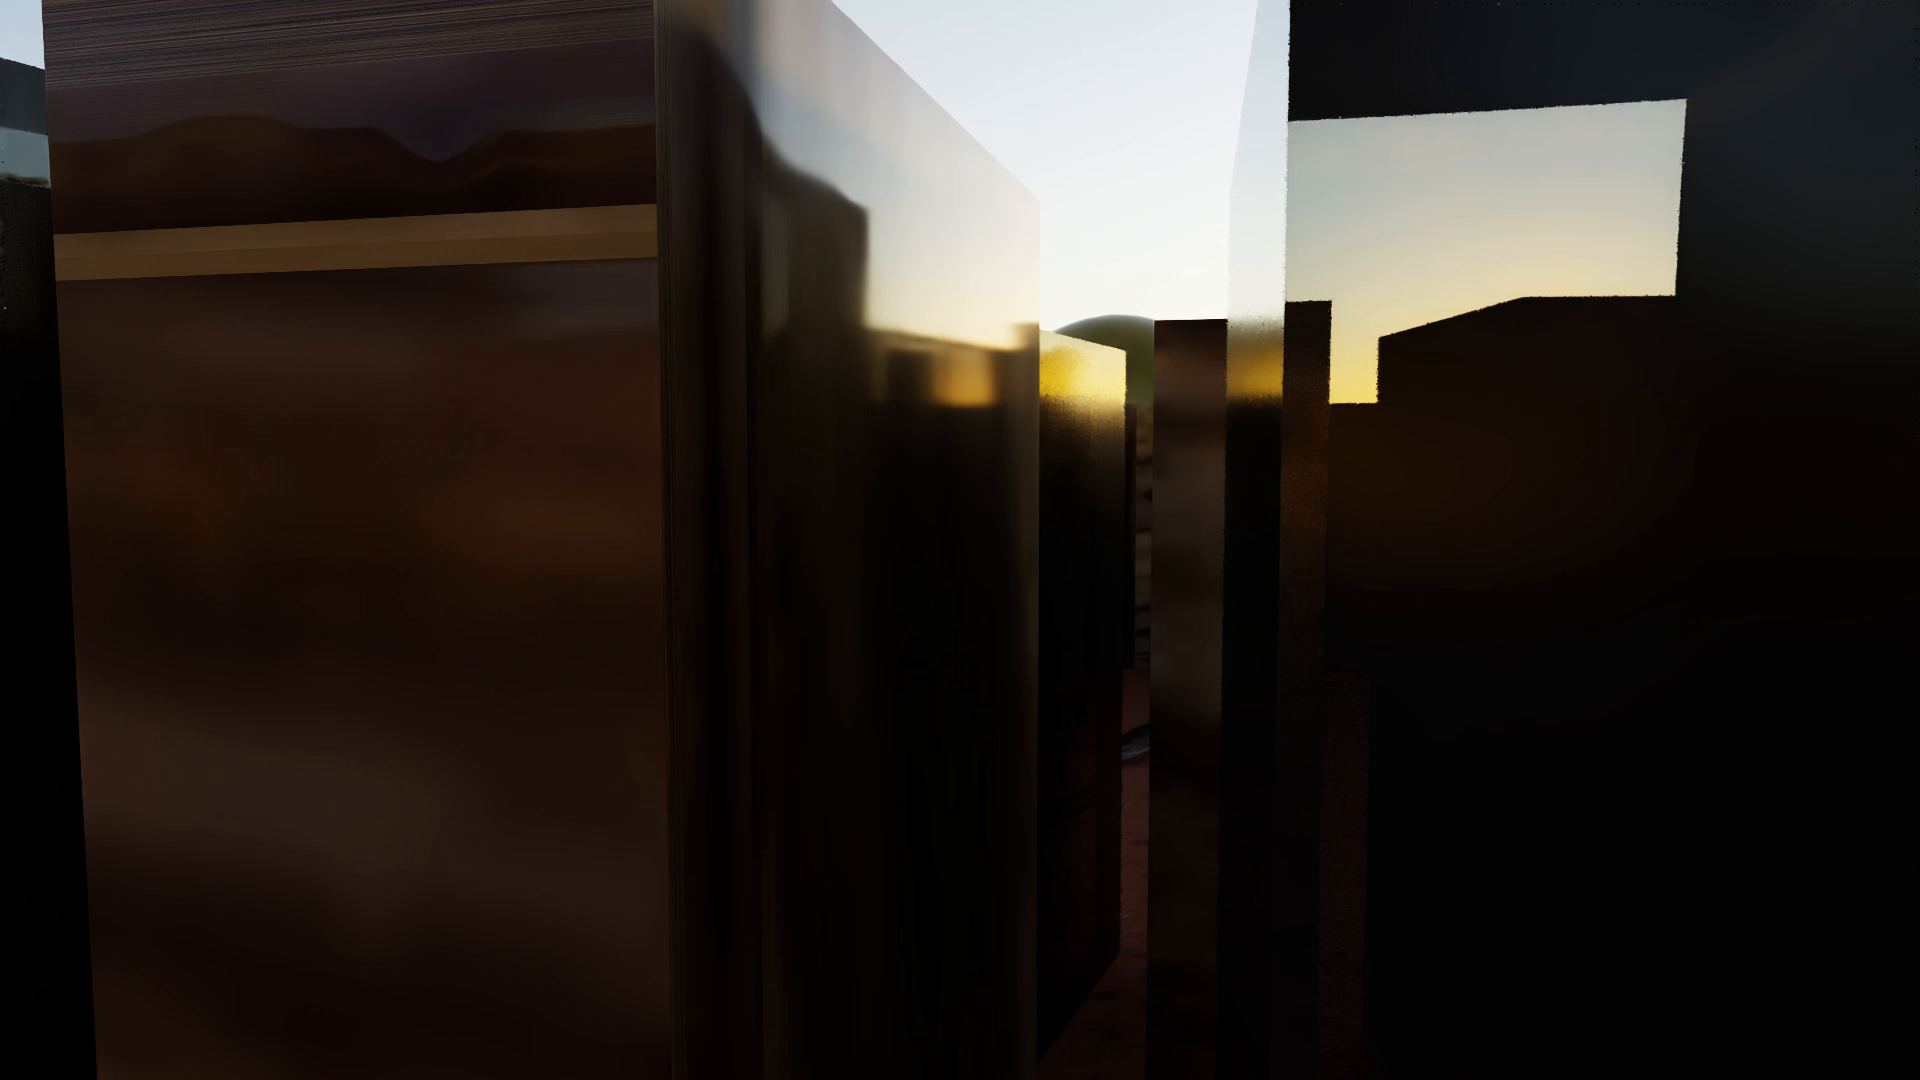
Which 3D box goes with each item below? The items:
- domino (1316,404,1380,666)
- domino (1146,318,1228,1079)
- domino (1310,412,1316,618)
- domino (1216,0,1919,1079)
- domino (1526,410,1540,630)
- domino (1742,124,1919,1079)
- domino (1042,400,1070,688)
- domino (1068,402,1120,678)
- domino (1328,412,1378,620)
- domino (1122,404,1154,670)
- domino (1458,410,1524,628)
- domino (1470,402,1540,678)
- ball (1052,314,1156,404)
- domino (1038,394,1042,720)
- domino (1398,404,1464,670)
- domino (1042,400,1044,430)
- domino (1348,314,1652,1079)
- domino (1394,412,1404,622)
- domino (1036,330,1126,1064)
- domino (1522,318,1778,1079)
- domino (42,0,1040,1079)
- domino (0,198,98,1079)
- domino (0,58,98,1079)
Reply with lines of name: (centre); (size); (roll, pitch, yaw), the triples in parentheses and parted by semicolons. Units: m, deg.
domino: (0.078, -0.002, 0.258); (0.010, 0.050, 0.025); (1, 4, 13)
domino: (0.020, 0.011, 0.091); (0.010, 0.050, 0.025); (1, 4, 14)
domino: (0.082, -0.007, 0.324); (0.009, 0.050, 0.025); (0, 4, 6)
domino: (0.011, 0.016, 0.027); (0.010, 0.050, 0.025); (1, 4, 10)
domino: (0.141, -0.005, 0.299); (0.009, 0.050, 0.025); (3, 5, 37)
domino: (0.027, 0.016, 0.025); (0.009, 0.050, 0.025); (0, 4, 6)
domino: (0.007, 0.000, 0.232); (0.025, 0.050, 0.009); (3, 5, 36)
domino: (0.018, -0.001, 0.244); (0.010, 0.050, 0.025); (-4, 6, -41)
domino: (0.098, -0.007, 0.321); (0.009, 0.050, 0.025); (1, 4, 14)
domino: (0.031, -0.001, 0.253); (0.010, 0.050, 0.025); (-2, 5, -29)
domino: (0.128, -0.006, 0.309); (0.010, 0.050, 0.025); (3, 5, 31)
domino: (0.107, -0.001, 0.245); (0.010, 0.050, 0.025); (3, 5, 38)
ball: (0.046, -0.026, 0.377); (0.080, 0.080, 0.080); (0, 4, 0)
domino: (0.000, 0.002, 0.201); (0.025, 0.050, 0.009); (0, 4, 0)
domino: (0.093, -0.001, 0.253); (0.010, 0.050, 0.025); (2, 5, 23)
domino: (0.001, 0.001, 0.217); (0.025, 0.050, 0.009); (1, 4, 9)
domino: (0.035, 0.011, 0.088); (0.010, 0.050, 0.025); (0, 4, 2)
domino: (0.114, -0.006, 0.316); (0.009, 0.050, 0.025); (2, 5, 23)
domino: (0.004, 0.010, 0.096); (0.009, 0.050, 0.025); (2, 5, 22)
domino: (0.052, 0.011, 0.089); (0.010, 0.050, 0.025); (-1, 4, -9)
domino: (-0.005, 0.015, 0.031); (0.010, 0.050, 0.025); (1, 4, 14)
domino: (-0.035, 0.014, 0.041); (0.010, 0.050, 0.025); (4, 5, 25)
domino: (-0.021, 0.015, 0.035); (0.010, 0.050, 0.025); (1, 5, 19)
